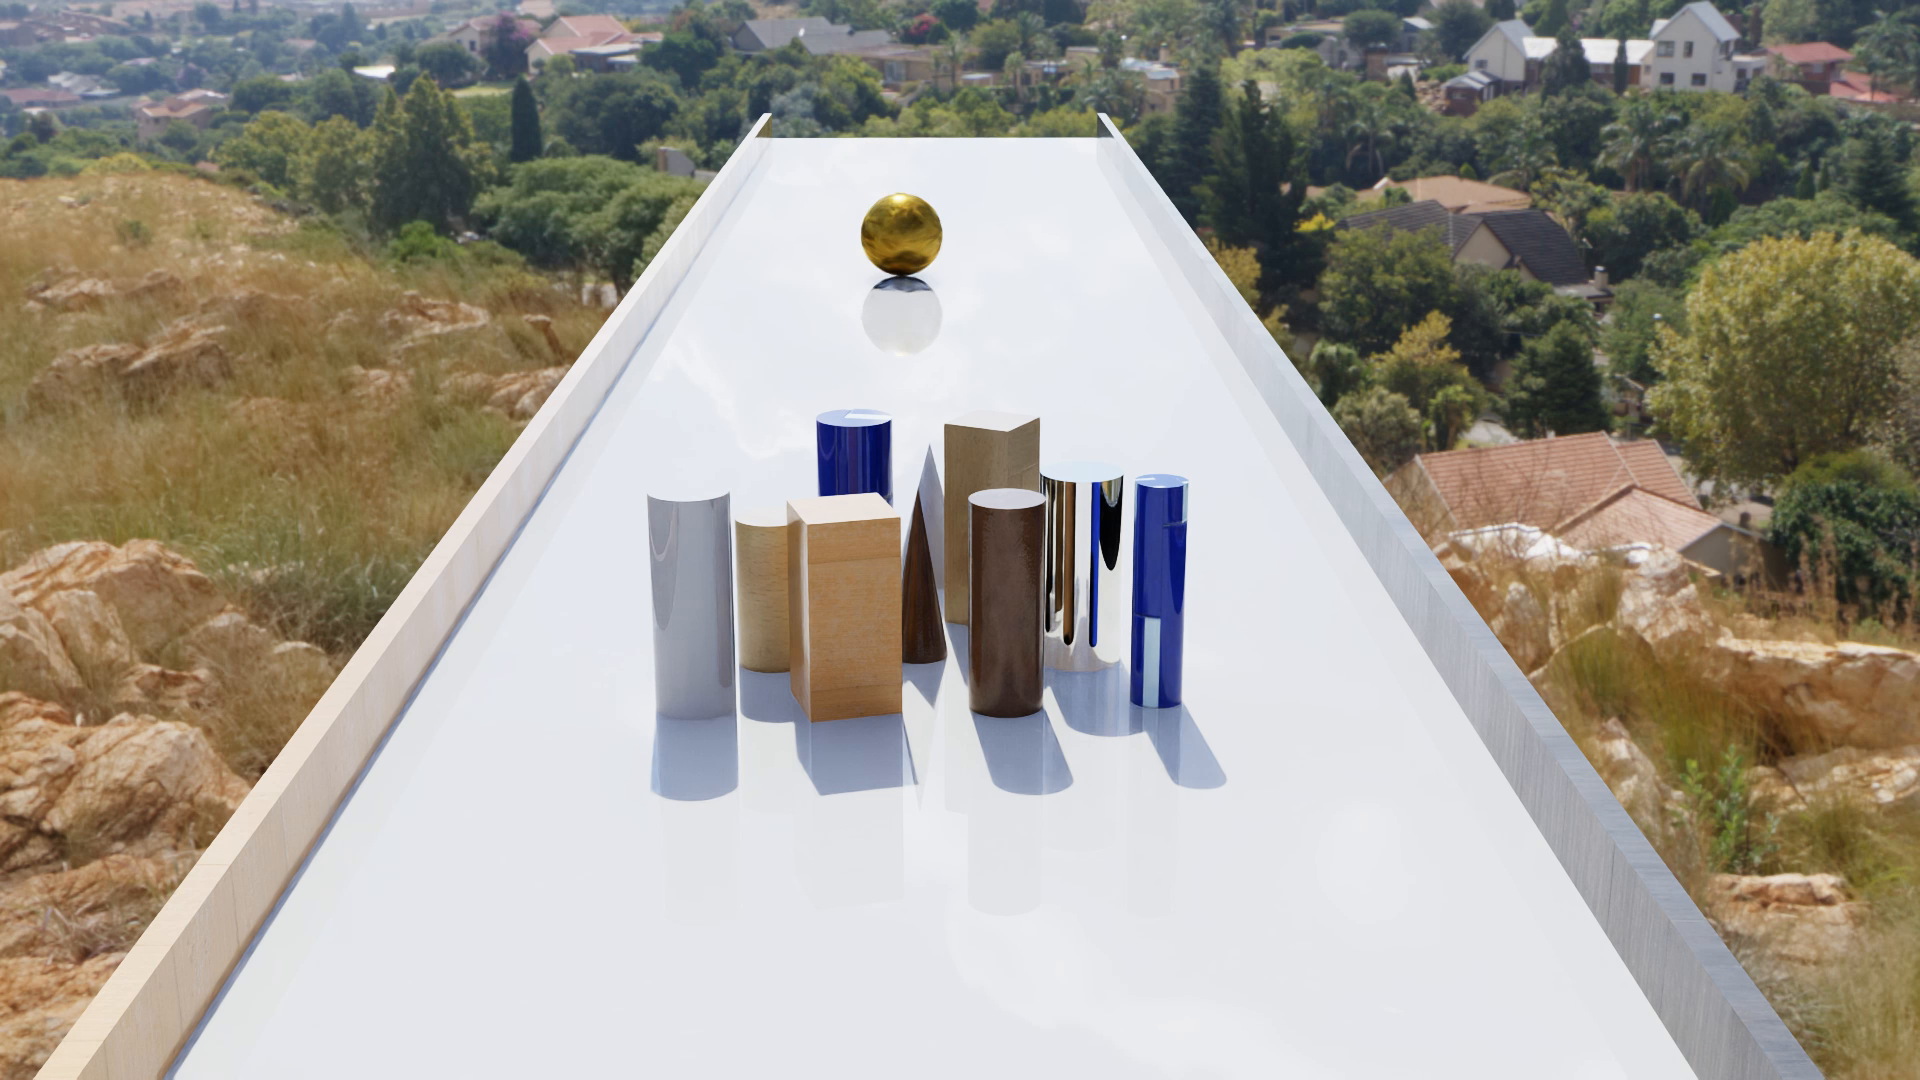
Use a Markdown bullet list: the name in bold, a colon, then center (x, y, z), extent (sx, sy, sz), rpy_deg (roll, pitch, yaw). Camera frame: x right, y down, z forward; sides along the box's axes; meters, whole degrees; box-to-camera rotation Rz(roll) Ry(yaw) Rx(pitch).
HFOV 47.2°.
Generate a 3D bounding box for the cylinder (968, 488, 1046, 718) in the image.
- **cylinder**: center (0.087, 0.118, 4.118), extent (0.143, 0.406, 0.143), rpy_deg (0, 17, 0)

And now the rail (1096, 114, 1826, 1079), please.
- **rail**: center (0.932, -0.844, 7.801), extent (0.050, 0.150, 12.000), rpy_deg (0, 17, -1)

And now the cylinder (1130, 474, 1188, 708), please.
- **cylinder**: center (0.374, 0.097, 4.141), extent (0.100, 0.433, 0.100), rpy_deg (0, 17, 0)

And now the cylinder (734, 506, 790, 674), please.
- **cylinder**: center (-0.372, 0.098, 4.368), extent (0.145, 0.302, 0.145), rpy_deg (0, 17, 0)

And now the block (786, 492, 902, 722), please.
- **block**: center (-0.217, 0.124, 4.136), extent (0.176, 0.383, 0.176), rpy_deg (-5, 17, -16)

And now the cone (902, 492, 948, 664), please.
- **cone**: center (-0.083, 0.062, 4.400), extent (0.119, 0.352, 0.119), rpy_deg (0, 17, 0)

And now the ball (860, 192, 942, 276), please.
- **ball**: center (-0.231, -1.212, 8.727), extent (0.327, 0.327, 0.327), rpy_deg (0, 17, 0)

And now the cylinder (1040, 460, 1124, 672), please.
- **cylinder**: center (0.240, 0.051, 4.374), extent (0.165, 0.388, 0.165), rpy_deg (0, 17, 0)

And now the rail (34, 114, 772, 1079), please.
- **rail**: center (-1.118, -0.838, 7.780), extent (0.050, 0.150, 12.000), rpy_deg (0, 17, -1)

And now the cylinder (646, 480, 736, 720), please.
- **cylinder**: center (-0.500, 0.111, 4.110), extent (0.153, 0.423, 0.153), rpy_deg (0, 17, 0)

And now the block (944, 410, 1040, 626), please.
- **block**: center (0.067, -0.042, 4.613), extent (0.147, 0.431, 0.147), rpy_deg (9, 19, 27)

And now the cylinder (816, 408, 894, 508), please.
- **cylinder**: center (-0.220, -0.047, 4.628), extent (0.160, 0.432, 0.160), rpy_deg (0, 17, 0)

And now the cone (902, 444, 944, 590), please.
- **cone**: center (-0.067, -0.065, 4.890), extent (0.162, 0.316, 0.162), rpy_deg (0, 17, 0)
